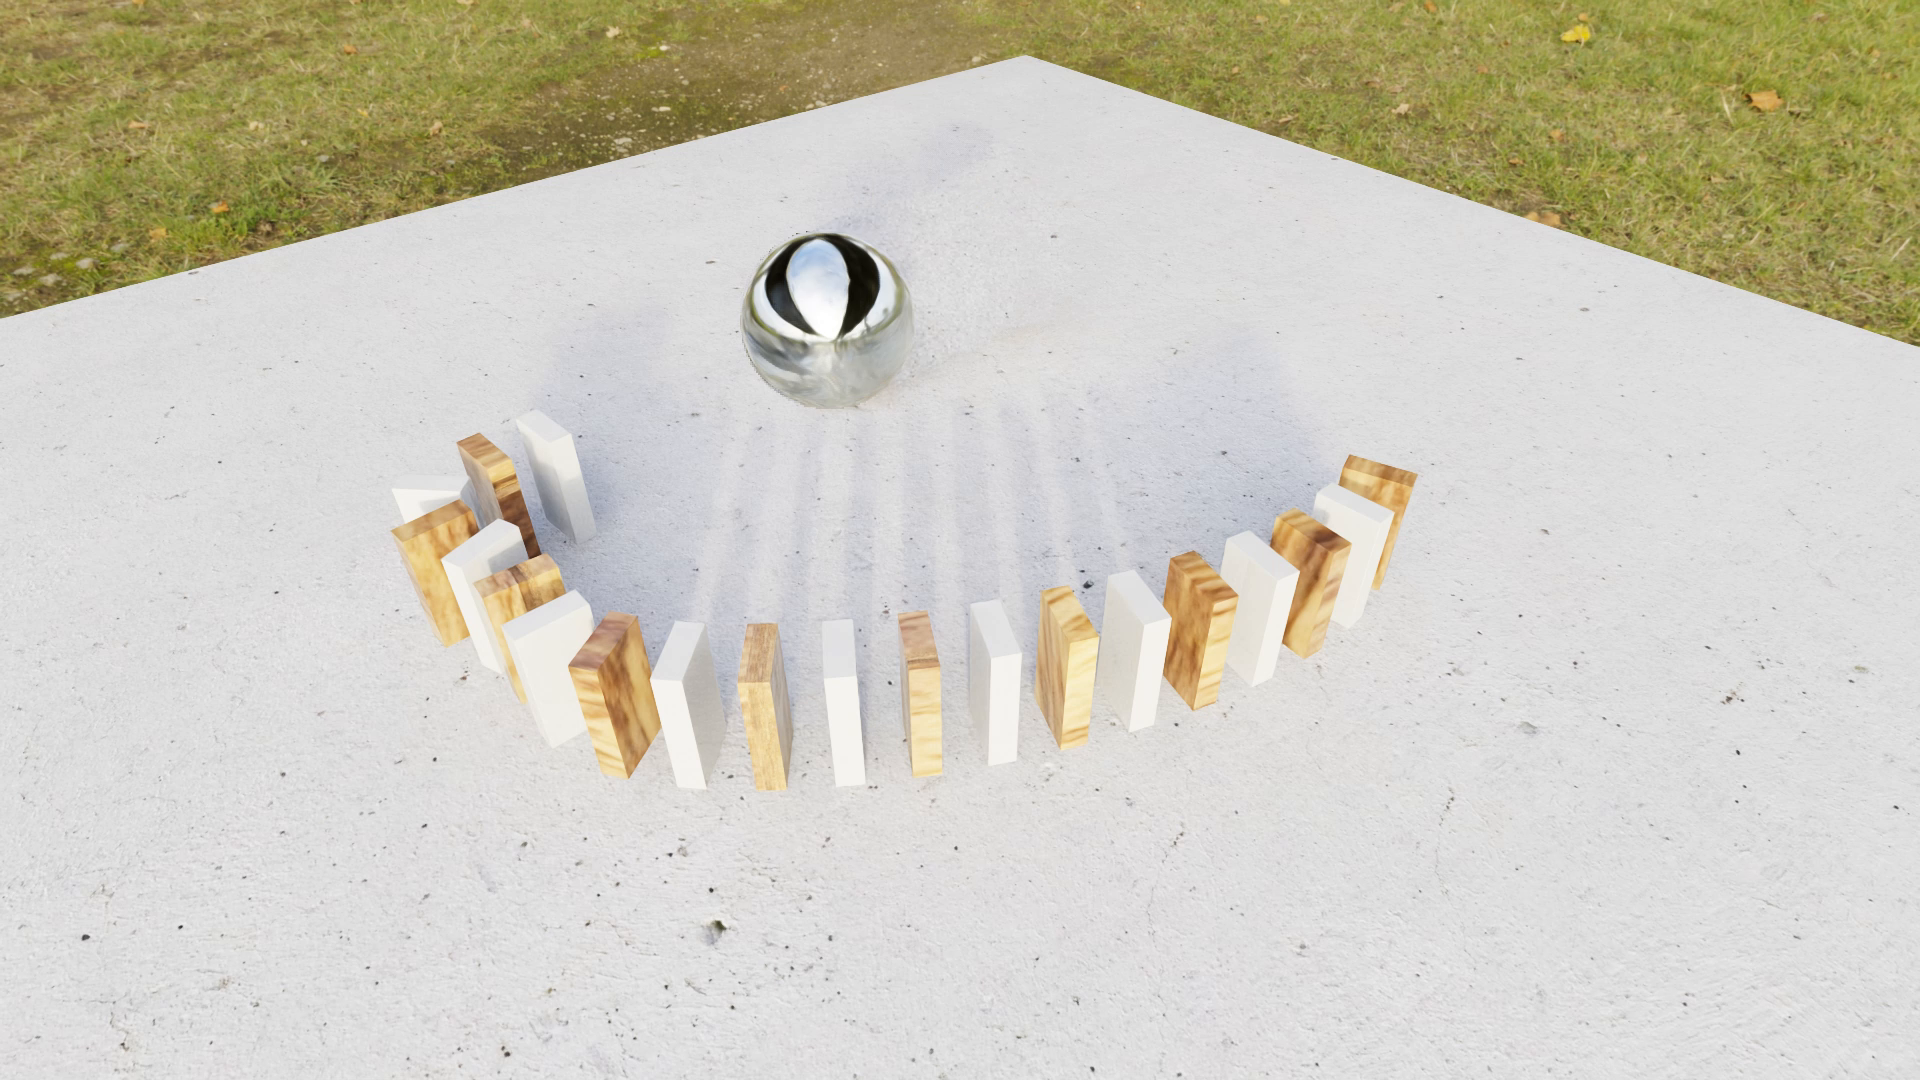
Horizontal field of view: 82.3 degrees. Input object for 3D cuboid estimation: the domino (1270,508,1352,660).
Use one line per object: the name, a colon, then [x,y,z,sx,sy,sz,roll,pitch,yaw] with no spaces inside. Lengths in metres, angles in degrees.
domino: [0.121,0.016,0.392,0.009,0.050,0.025,-25,45,-27]

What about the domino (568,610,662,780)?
domino: [-0.109,0.050,0.351,0.009,0.050,0.025,10,40,12]

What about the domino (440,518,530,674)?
domino: [-0.162,0.020,0.387,0.009,0.050,0.025,19,43,22]

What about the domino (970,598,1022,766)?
domino: [0.011,0.046,0.355,0.010,0.050,0.025,-9,40,-11]

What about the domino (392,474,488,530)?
domino: [-0.191,-0.001,0.413,0.025,0.050,0.009,3,39,3]

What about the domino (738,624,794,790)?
domino: [-0.061,0.053,0.347,0.010,0.050,0.025,-1,39,-1]

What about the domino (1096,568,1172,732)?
domino: [0.057,0.037,0.366,0.010,0.050,0.025,-14,41,-16]

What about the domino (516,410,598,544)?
domino: [-0.162,-0.025,0.442,0.025,0.050,0.010,32,49,33]

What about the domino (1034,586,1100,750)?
domino: [0.034,0.042,0.360,0.009,0.050,0.025,-11,41,-13]

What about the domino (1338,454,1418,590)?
domino: [0.154,-0.006,0.419,0.025,0.050,0.009,20,43,23]

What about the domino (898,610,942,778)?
domino: [-0.013,0.050,0.351,0.010,0.050,0.025,-7,40,-8]

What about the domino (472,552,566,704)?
domino: [-0.145,0.031,0.374,0.025,0.050,0.009,-26,46,-28]

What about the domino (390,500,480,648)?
domino: [-0.183,0.013,0.396,0.010,0.050,0.025,32,49,33]

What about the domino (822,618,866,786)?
domino: [-0.037,0.052,0.348,0.010,0.050,0.025,-4,40,-5]

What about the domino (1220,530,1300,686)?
domino: [0.101,0.024,0.382,0.009,0.050,0.025,-20,43,-23]

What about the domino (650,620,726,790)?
domino: [-0.085,0.053,0.347,0.010,0.050,0.025,4,39,5]

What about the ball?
ball: [-0.061,-0.102,0.512,0.080,0.080,0.080,0,39,0]

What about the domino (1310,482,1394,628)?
domino: [0.140,0.006,0.404,0.010,0.050,0.025,-32,49,-33]

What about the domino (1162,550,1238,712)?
domino: [0.079,0.031,0.373,0.010,0.050,0.025,-17,42,-19]

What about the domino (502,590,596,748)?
domino: [-0.130,0.043,0.359,0.025,0.050,0.009,-30,48,-31]

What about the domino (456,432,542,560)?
domino: [-0.179,-0.014,0.429,0.025,0.050,0.009,32,49,33]
